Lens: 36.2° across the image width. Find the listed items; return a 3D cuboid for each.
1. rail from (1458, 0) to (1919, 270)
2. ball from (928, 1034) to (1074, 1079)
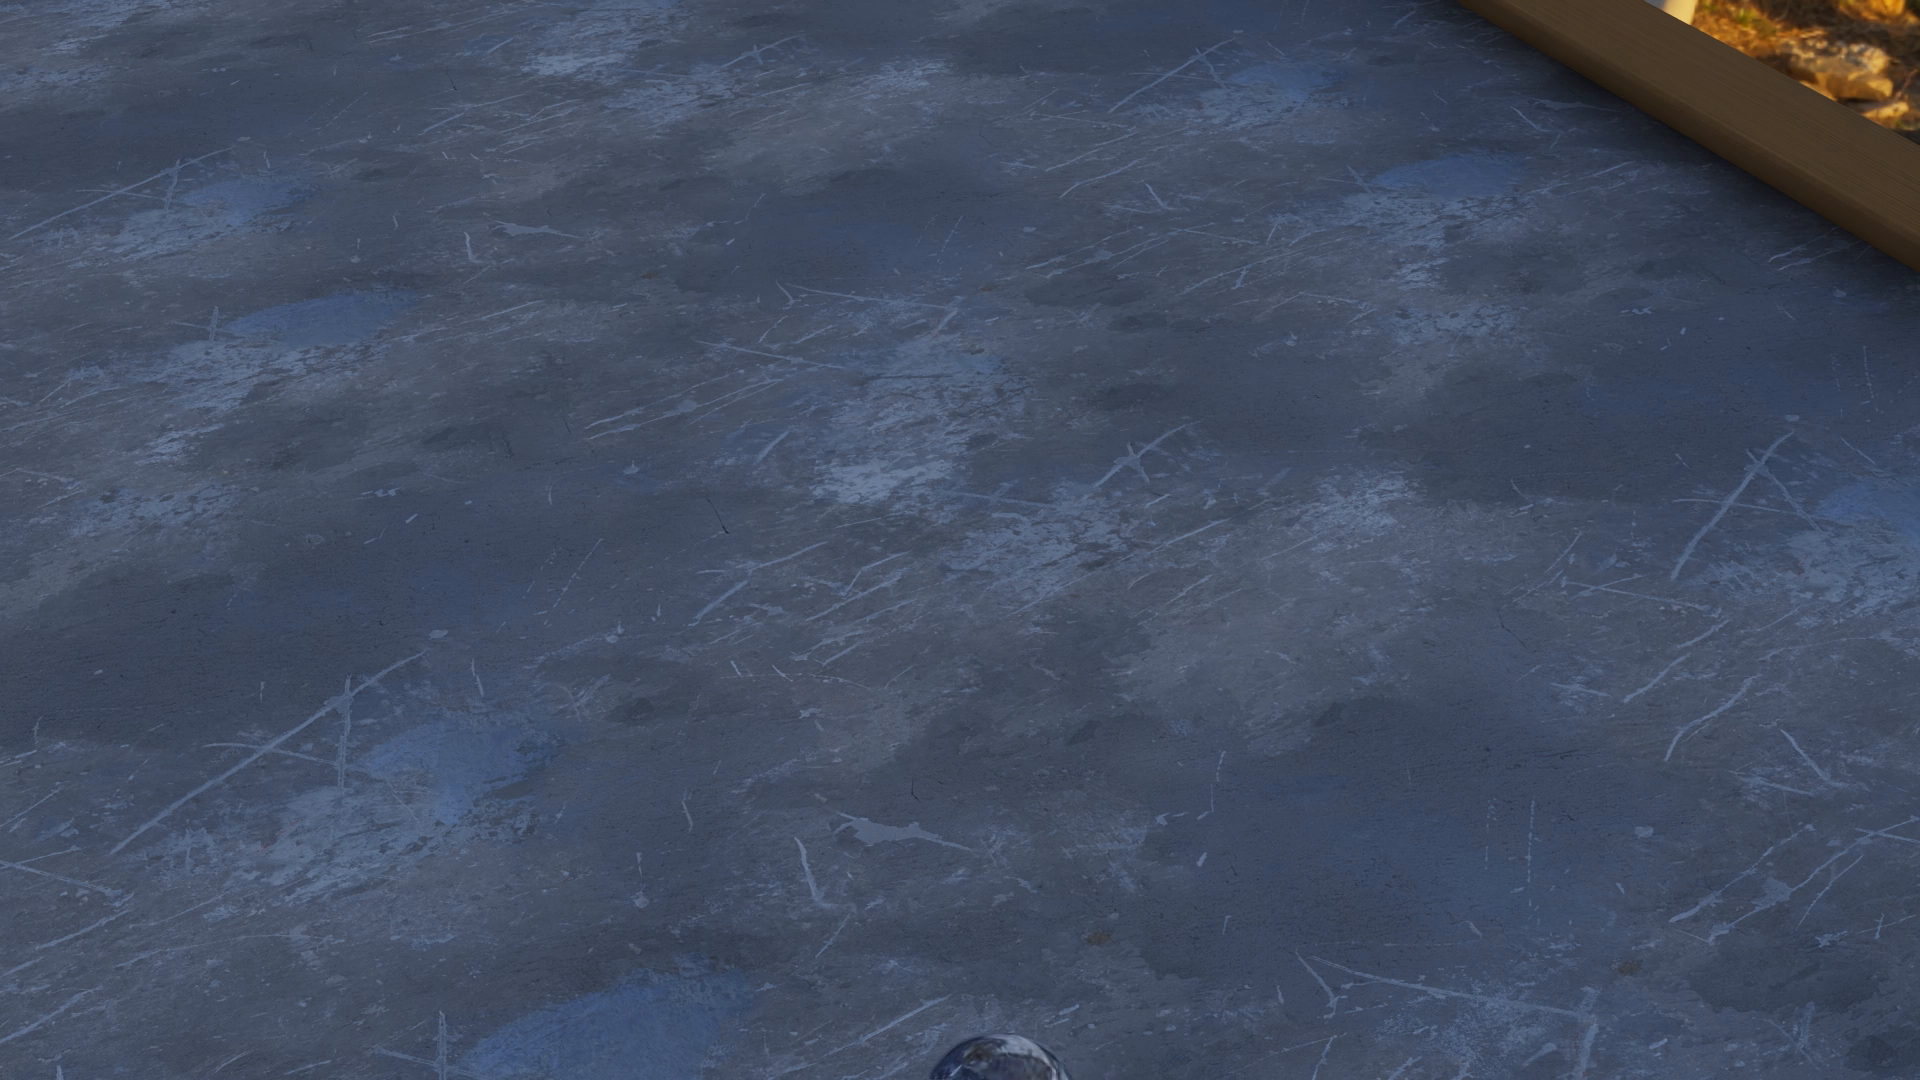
[{"bbox_3d":[0.574,-0.518,2.890,0.045,0.100,3.397,-9,28,-17],"label":"rail"},{"bbox_3d":[0.019,0.270,1.376,0.077,0.077,0.077,0,27,0],"label":"ball"}]
